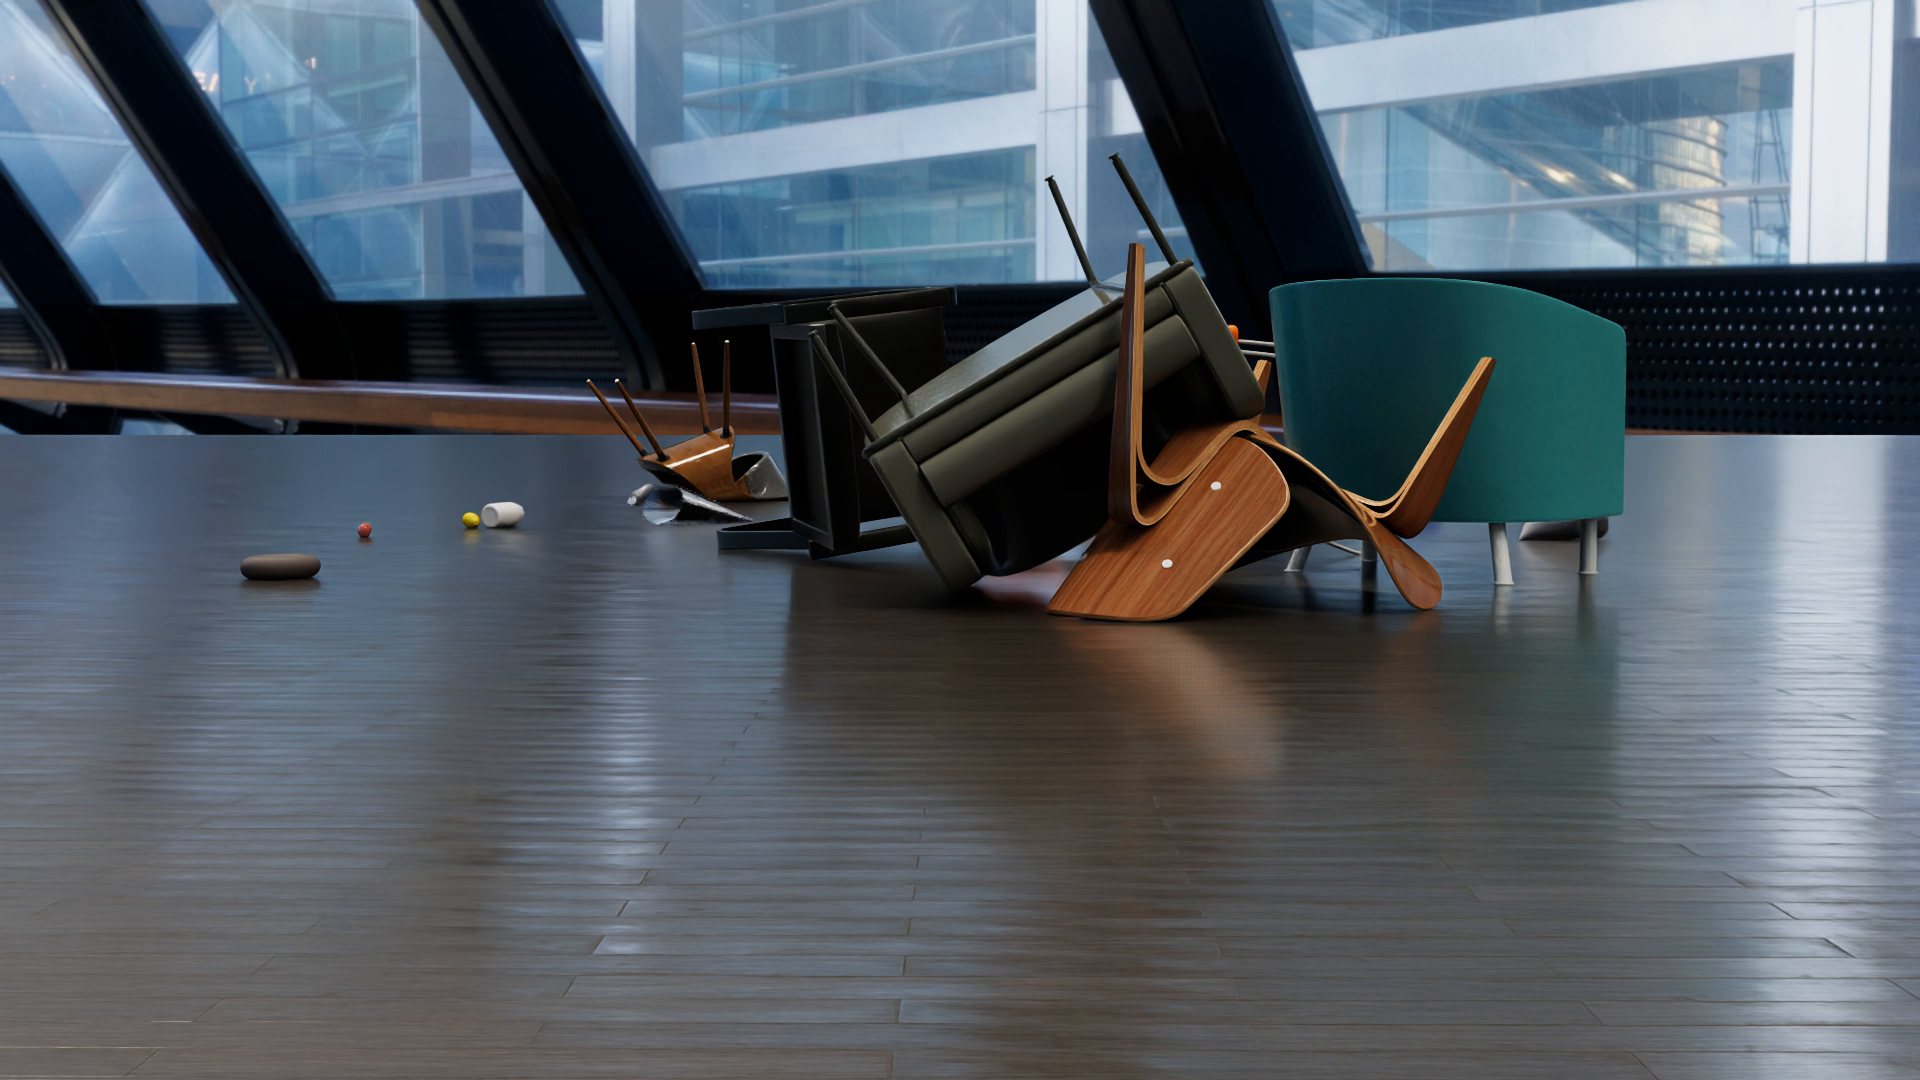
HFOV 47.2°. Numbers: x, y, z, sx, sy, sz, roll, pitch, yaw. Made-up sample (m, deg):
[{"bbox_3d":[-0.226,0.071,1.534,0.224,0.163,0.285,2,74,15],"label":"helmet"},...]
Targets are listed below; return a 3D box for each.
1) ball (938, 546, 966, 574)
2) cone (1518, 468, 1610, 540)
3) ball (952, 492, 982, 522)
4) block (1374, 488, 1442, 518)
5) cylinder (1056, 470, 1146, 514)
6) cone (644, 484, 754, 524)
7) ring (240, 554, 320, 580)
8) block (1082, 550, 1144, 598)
[{"bbox_3d":[-0.021,0.050,5.324,0.067,0.067,0.067,0,4,0],"label":"ball"},{"bbox_3d":[1.749,-0.054,6.559,0.212,0.244,0.331,-32,12,-11],"label":"cone"},{"bbox_3d":[0.024,-0.112,7.454,0.099,0.099,0.099,0,4,0],"label":"ball"},{"bbox_3d":[1.577,-0.130,7.746,0.181,0.096,0.143,-2,5,-29],"label":"block"},{"bbox_3d":[0.508,-0.174,7.922,0.290,0.173,0.133,-2,43,-24],"label":"cylinder"},{"bbox_3d":[-0.832,-0.088,7.337,0.347,0.134,0.333,11,-8,-30],"label":"cone"},{"bbox_3d":[-1.614,0.064,5.226,0.184,0.055,0.155,-2,3,-19],"label":"ring"},{"bbox_3d":[0.334,0.072,4.807,0.068,0.094,0.148,3,5,35],"label":"block"}]
